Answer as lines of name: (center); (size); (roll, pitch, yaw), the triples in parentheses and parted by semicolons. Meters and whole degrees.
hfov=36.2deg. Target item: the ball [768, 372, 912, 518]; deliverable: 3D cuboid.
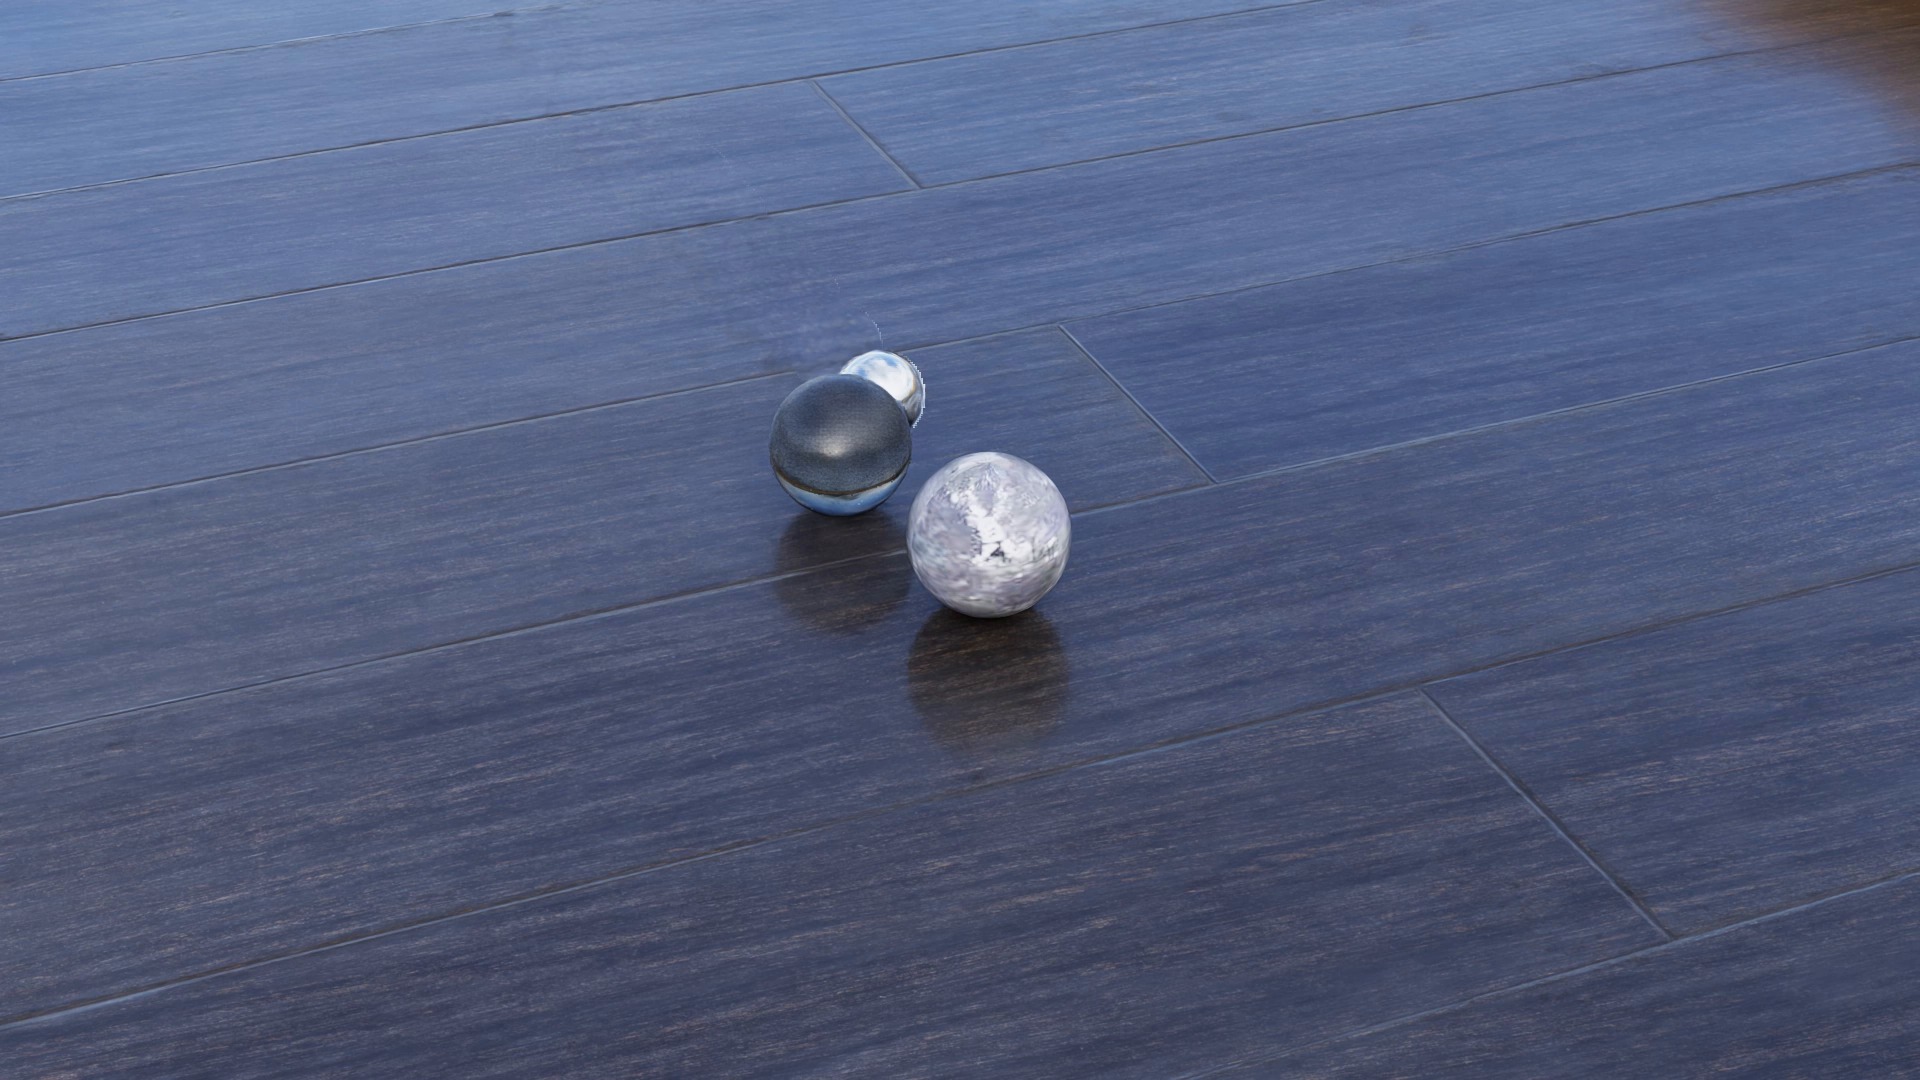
ball: (-0.073, -0.058, 1.805); (0.088, 0.088, 0.088); (0, 30, 0)

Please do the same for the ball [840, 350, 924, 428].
ball: (-0.053, -0.093, 1.893); (0.059, 0.059, 0.059); (0, 30, 0)

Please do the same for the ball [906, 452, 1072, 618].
ball: (0.017, -0.003, 1.702); (0.097, 0.097, 0.097); (0, 30, 0)
